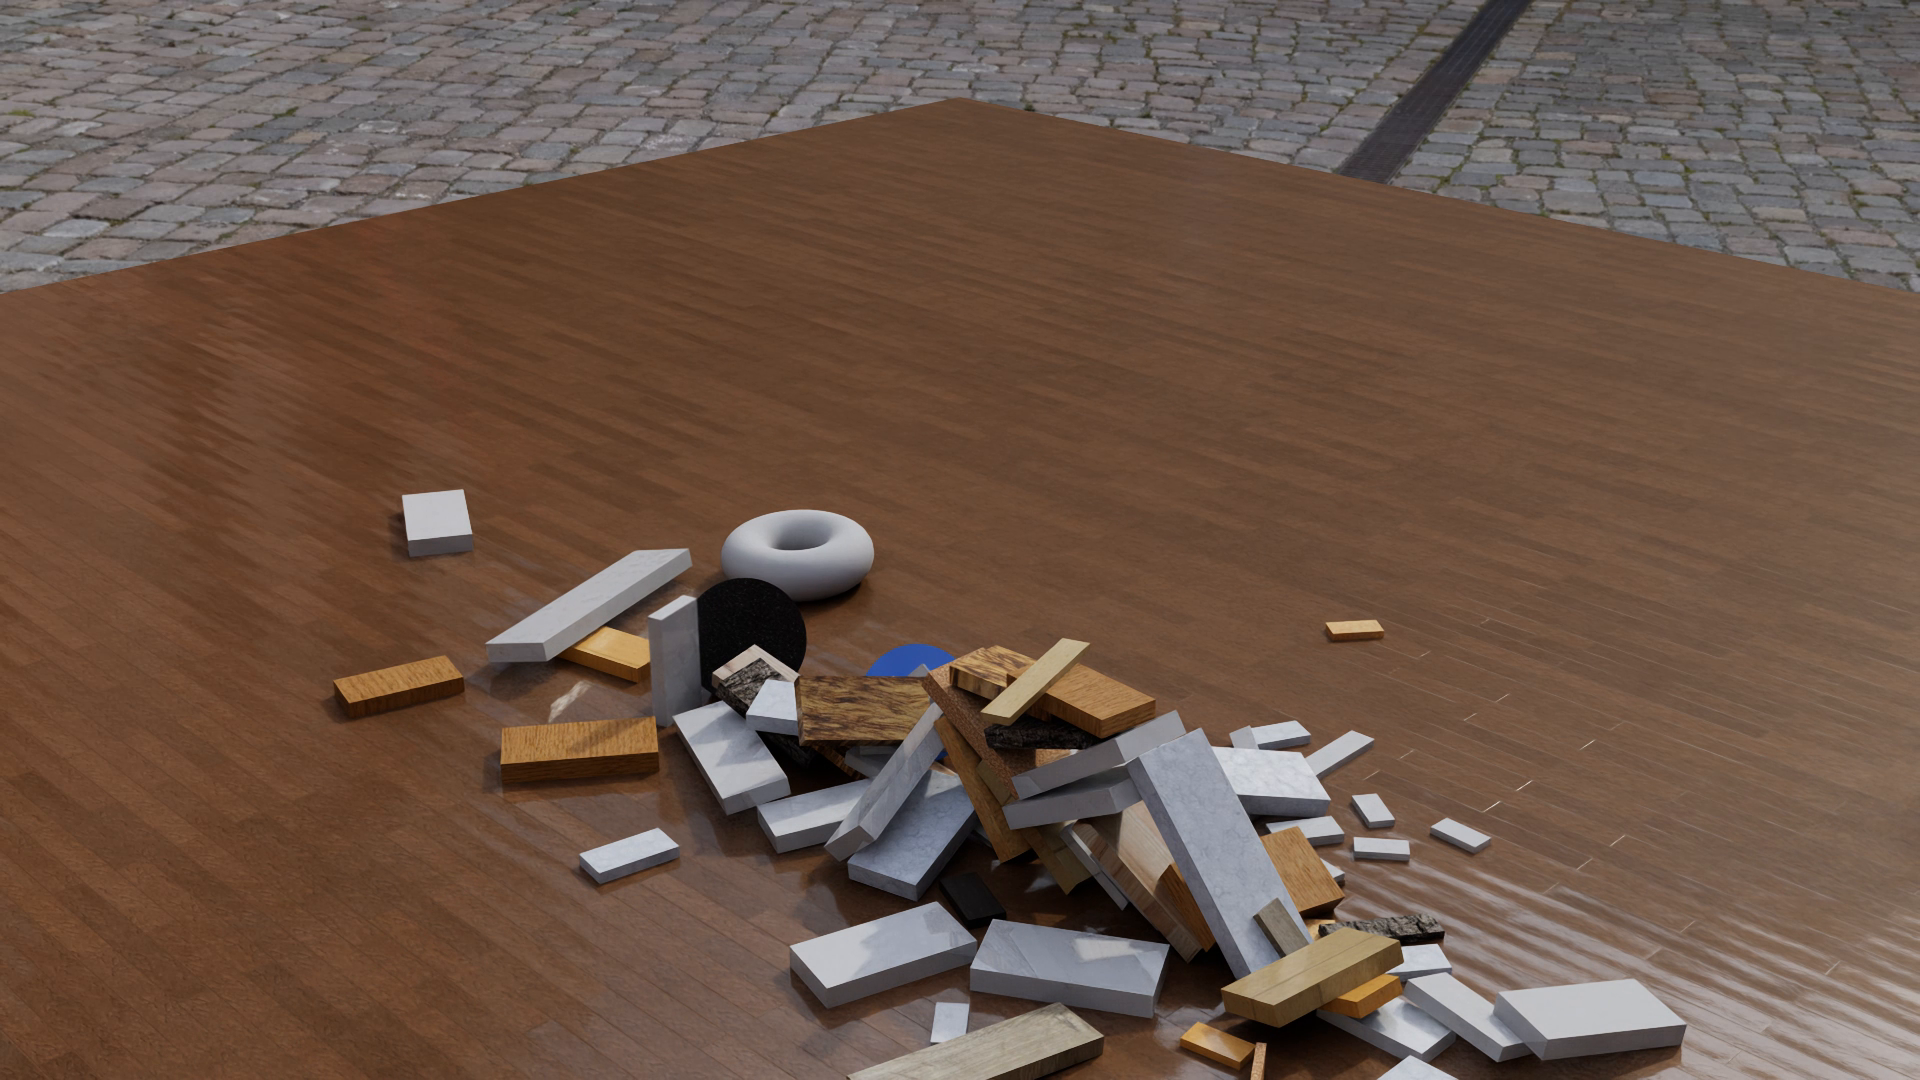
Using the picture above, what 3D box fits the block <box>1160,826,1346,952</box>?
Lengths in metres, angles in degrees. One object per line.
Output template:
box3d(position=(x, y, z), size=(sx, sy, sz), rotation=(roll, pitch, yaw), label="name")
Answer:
box3d(position=(0.541, 0.640, 4.052), size=(0.327, 0.046, 0.163), rotation=(-10, 55, -36), label="block")

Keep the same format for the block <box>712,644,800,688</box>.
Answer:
box3d(position=(-0.398, 0.338, 4.803), size=(0.267, 0.038, 0.134), rotation=(31, 44, 26), label="block")

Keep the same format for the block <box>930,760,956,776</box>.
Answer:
box3d(position=(-0.047, 0.494, 4.484), size=(0.167, 0.024, 0.084), rotation=(29, 33, 25), label="block")

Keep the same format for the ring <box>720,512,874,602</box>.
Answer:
box3d(position=(-0.407, 0.038, 5.509), size=(0.385, 0.128, 0.385), rotation=(-1, 24, 1), label="ring")

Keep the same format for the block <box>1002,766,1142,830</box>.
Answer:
box3d(position=(0.239, 0.471, 4.080), size=(0.162, 0.046, 0.323), rotation=(-22, 2, -37), label="block")

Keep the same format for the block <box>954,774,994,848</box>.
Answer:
box3d(position=(0.031, 0.537, 4.382), size=(0.167, 0.024, 0.084), rotation=(33, 61, 32), label="block")

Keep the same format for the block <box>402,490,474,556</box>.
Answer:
box3d(position=(-1.382, -0.047, 5.813), size=(0.162, 0.046, 0.324), rotation=(-6, 24, -14), label="block")

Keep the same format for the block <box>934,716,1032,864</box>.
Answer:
box3d(position=(0.080, 0.464, 4.326), size=(0.152, 0.304, 0.043), rotation=(-21, -8, -40), label="block")

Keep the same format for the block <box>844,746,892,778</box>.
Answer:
box3d(position=(-0.122, 0.475, 4.539), size=(0.211, 0.030, 0.105), rotation=(27, 32, 22), label="block")

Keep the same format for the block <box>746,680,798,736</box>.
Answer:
box3d(position=(-0.297, 0.358, 4.583), size=(0.267, 0.038, 0.134), rotation=(6, 31, 13), label="block")

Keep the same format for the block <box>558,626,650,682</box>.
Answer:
box3d(position=(-0.803, 0.259, 5.103), size=(0.258, 0.037, 0.129), rotation=(14, 27, 30), label="block")

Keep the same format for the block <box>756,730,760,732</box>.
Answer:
box3d(position=(-0.448, 0.395, 4.808), size=(0.124, 0.018, 0.062), rotation=(6, 24, 13), label="block")

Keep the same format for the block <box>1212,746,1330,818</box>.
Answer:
box3d(position=(0.567, 0.486, 4.439), size=(0.325, 0.046, 0.162), rotation=(6, 29, -20), label="block")

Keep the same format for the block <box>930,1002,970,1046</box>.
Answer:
box3d(position=(-0.017, 0.835, 3.773), size=(0.058, 0.016, 0.115), rotation=(2, 23, 4), label="block")

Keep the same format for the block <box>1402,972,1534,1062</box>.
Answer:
box3d(position=(0.872, 0.812, 3.752), size=(0.107, 0.030, 0.213), rotation=(0, 22, -41), label="block")

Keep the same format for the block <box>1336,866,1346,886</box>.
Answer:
box3d(position=(0.686, 0.646, 4.220), size=(0.095, 0.014, 0.048), rotation=(-2, 23, -4), label="block")

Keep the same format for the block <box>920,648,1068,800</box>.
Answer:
box3d(position=(0.078, 0.356, 4.286), size=(0.152, 0.043, 0.304), rotation=(-22, 62, -40), label="block")

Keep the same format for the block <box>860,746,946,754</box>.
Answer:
box3d(position=(-0.104, 0.400, 4.572), size=(0.211, 0.030, 0.105), rotation=(-2, 30, -3), label="block")

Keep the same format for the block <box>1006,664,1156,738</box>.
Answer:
box3d(position=(0.223, 0.288, 4.081), size=(0.133, 0.038, 0.265), rotation=(-17, 26, -36), label="block")

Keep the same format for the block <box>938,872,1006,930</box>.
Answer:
box3d(position=(0.023, 0.678, 4.136), size=(0.076, 0.022, 0.152), rotation=(-9, 24, -20), label="block")

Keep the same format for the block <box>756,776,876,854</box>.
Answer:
box3d(position=(-0.255, 0.546, 4.397), size=(0.274, 0.039, 0.137), rotation=(-12, 24, -17), label="block")

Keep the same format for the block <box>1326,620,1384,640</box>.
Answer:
box3d(position=(0.939, 0.214, 5.233), size=(0.124, 0.018, 0.062), rotation=(-3, 23, -7), label="block")

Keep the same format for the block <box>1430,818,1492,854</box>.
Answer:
box3d(position=(0.993, 0.586, 4.360), size=(0.053, 0.015, 0.106), rotation=(-20, 30, -38), label="block")

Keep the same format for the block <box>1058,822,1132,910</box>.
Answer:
box3d(position=(0.285, 0.607, 4.181), size=(0.095, 0.027, 0.191), rotation=(-21, 60, -40), label="block")

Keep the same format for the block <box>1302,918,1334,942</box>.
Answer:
box3d(position=(0.657, 0.732, 4.015), size=(0.058, 0.017, 0.117), rotation=(2, 23, 6), label="block")

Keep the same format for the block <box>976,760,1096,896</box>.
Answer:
box3d(position=(0.179, 0.526, 4.255), size=(0.152, 0.043, 0.304), rotation=(-21, 65, -40), label="block")

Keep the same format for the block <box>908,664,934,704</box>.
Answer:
box3d(position=(-0.117, 0.349, 4.644), size=(0.173, 0.086, 0.024), rotation=(-39, -11, 6), label="block")

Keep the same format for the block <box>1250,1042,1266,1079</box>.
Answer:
box3d(position=(0.487, 0.883, 3.604), size=(0.017, 0.059, 0.118), rotation=(5, 23, 11), label="block")

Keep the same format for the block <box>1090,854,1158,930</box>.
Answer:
box3d(position=(0.341, 0.635, 4.115), size=(0.095, 0.027, 0.191), rotation=(-23, 61, -42), label="block")

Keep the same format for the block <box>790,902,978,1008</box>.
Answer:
box3d(position=(-0.137, 0.743, 3.954), size=(0.302, 0.043, 0.151), rotation=(-12, 26, -27), label="block")

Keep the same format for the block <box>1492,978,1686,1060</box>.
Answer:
box3d(position=(1.070, 0.813, 3.738), size=(0.288, 0.041, 0.144), rotation=(0, 21, -23), label="block")

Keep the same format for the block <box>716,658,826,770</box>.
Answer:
box3d(position=(-0.376, 0.368, 4.683), size=(0.267, 0.038, 0.134), rotation=(37, 39, 19), label="block")

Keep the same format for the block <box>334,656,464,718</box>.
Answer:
box3d(position=(-1.260, 0.328, 4.941), size=(0.258, 0.037, 0.129), rotation=(-13, 26, -27), label="block")

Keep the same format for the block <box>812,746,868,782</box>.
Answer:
box3d(position=(-0.248, 0.424, 4.618), size=(0.211, 0.030, 0.105), rotation=(35, 35, 16), label="block")
